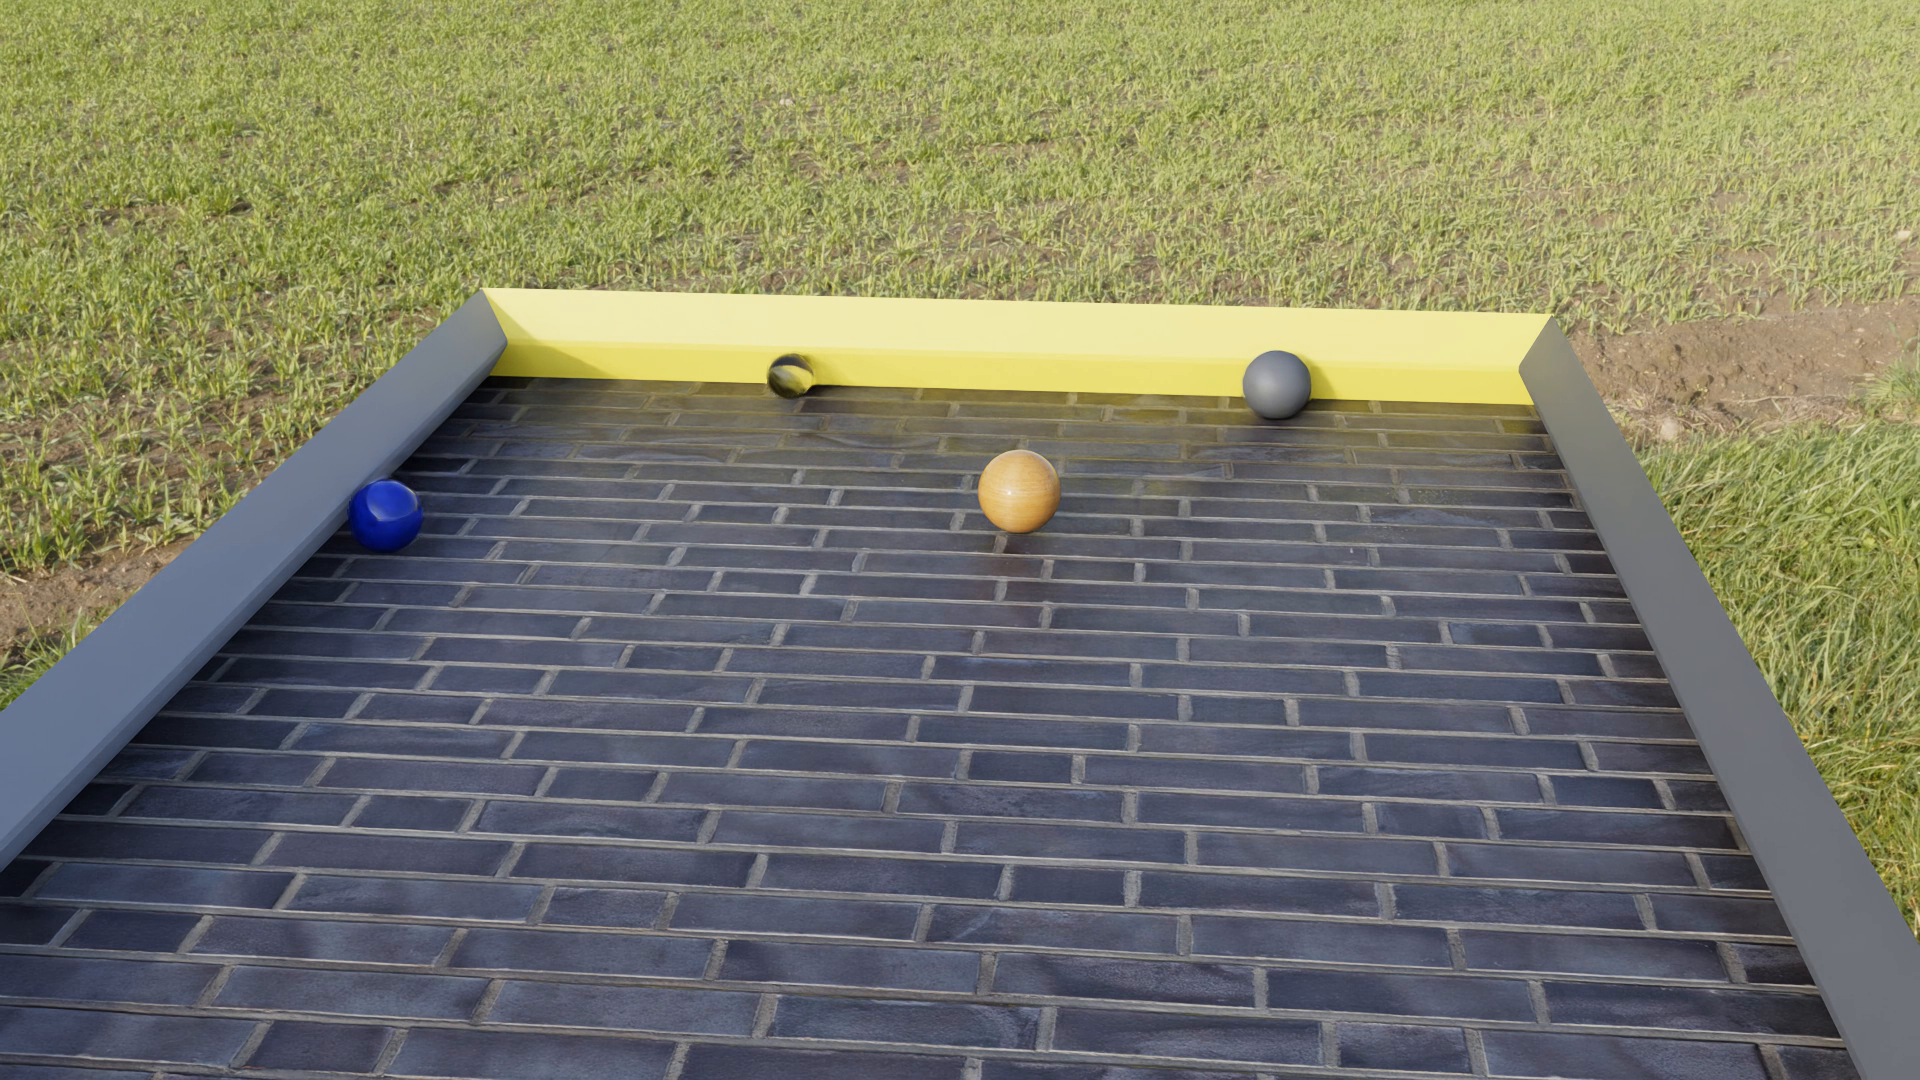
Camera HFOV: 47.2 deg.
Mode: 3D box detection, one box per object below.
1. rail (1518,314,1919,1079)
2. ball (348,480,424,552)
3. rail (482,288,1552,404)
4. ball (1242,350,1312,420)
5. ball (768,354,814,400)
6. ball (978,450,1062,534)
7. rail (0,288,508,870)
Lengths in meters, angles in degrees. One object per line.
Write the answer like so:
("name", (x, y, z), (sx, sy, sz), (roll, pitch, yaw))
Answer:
("rail", (0.628, 0.245, 1.664), (0.045, 0.122, 2.645), (2, 22, 5))
("ball", (-0.630, -0.027, 2.415), (0.079, 0.079, 0.079), (0, 22, 0))
("rail", (0.059, -0.253, 2.927), (1.431, 0.122, 0.045), (2, 22, 5))
("ball", (0.410, -0.201, 2.842), (0.089, 0.089, 0.089), (0, 22, 0))
("ball", (-0.226, -0.218, 2.925), (0.061, 0.061, 0.061), (0, 22, 0))
("ball", (0.067, -0.054, 2.465), (0.094, 0.094, 0.094), (0, 22, 0))
("rail", (-0.750, 0.198, 1.783), (0.045, 0.122, 2.645), (2, 22, 5))
